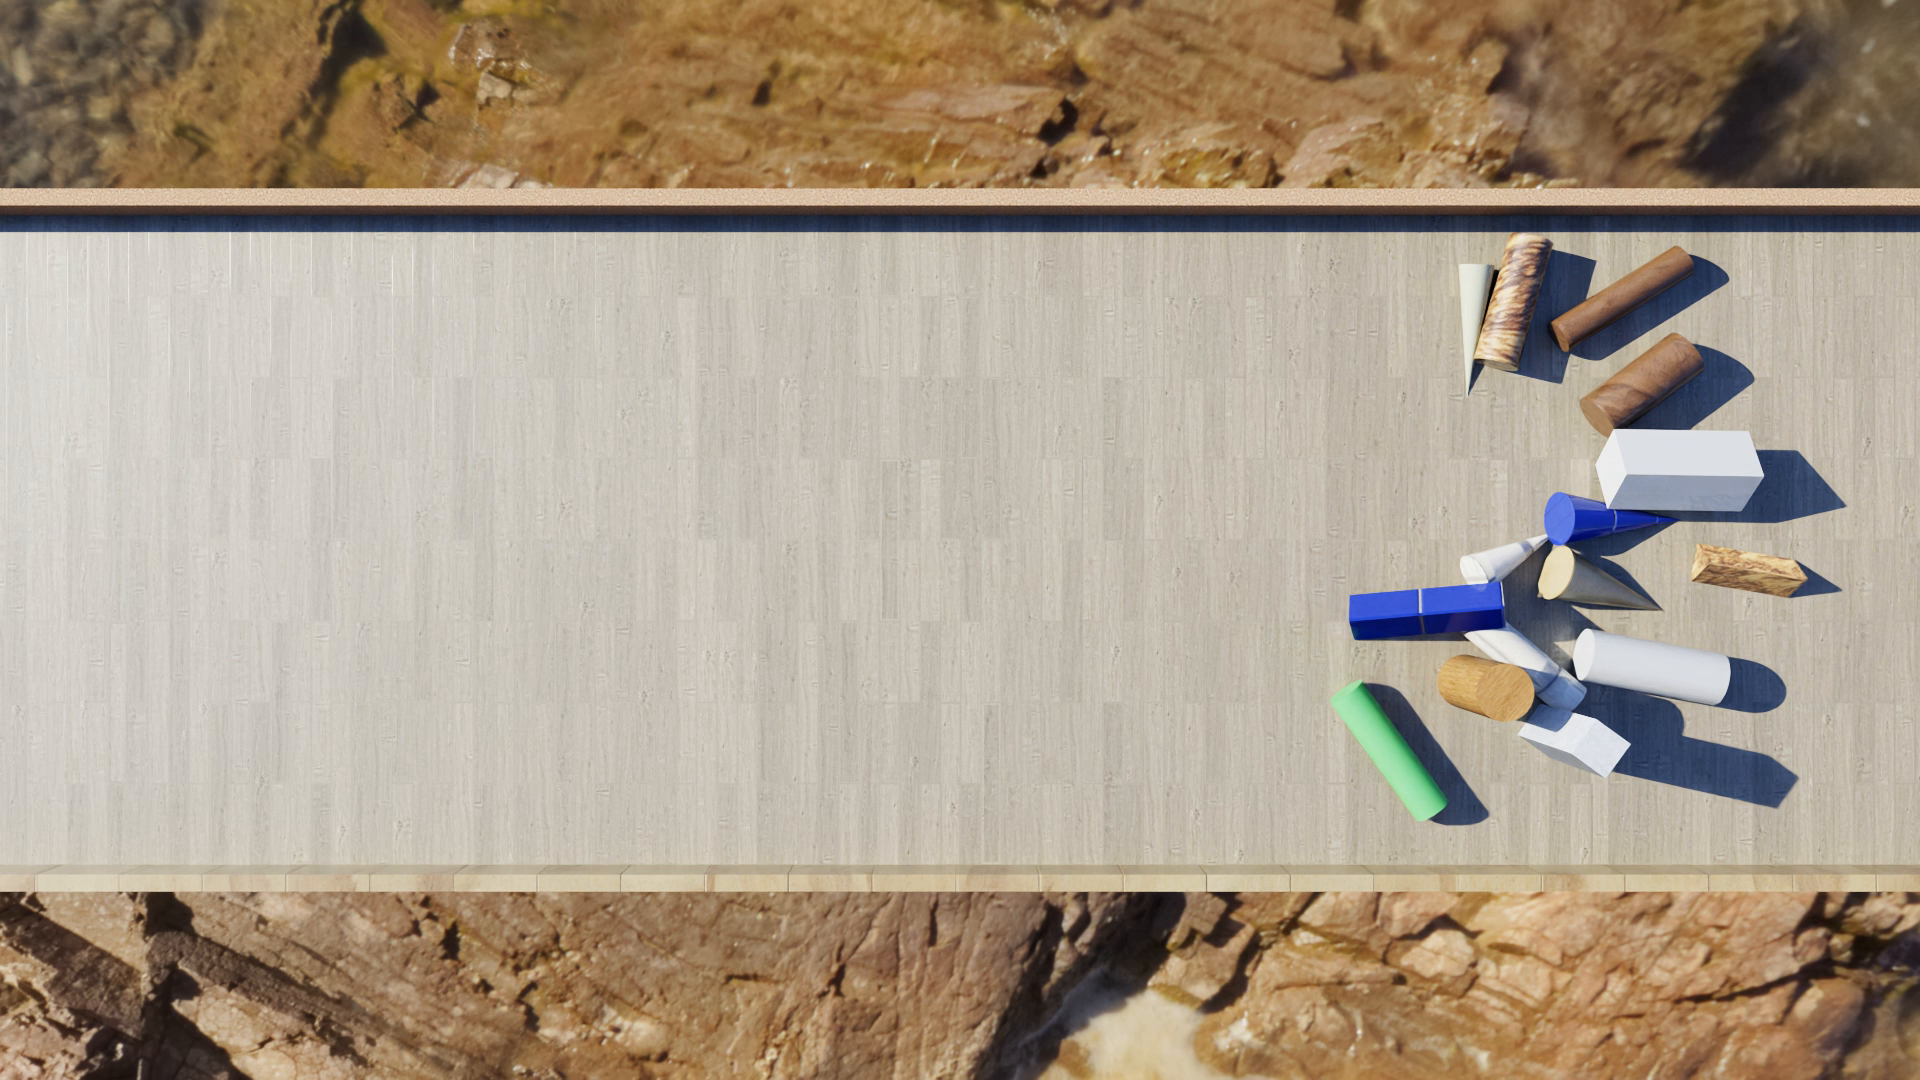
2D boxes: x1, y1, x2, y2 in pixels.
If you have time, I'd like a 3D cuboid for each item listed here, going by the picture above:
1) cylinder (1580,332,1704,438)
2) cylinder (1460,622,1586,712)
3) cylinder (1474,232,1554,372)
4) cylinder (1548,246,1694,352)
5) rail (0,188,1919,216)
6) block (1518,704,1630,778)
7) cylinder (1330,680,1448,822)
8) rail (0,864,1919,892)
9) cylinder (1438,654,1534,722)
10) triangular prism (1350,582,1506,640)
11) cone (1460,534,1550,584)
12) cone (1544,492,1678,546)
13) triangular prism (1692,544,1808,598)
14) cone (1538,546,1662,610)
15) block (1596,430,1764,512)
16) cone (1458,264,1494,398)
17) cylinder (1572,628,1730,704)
[{"bbox_3d":[2.066,-0.468,5.001,0.335,0.152,0.152,-36,90,0],"label":"cylinder"},{"bbox_3d":[1.715,0.366,5.020,0.391,0.114,0.114,40,90,0],"label":"cylinder"},{"bbox_3d":[1.681,-0.722,5.010,0.134,0.134,0.394,16,90,0],"label":"cylinder"},{"bbox_3d":[2.012,-0.735,5.024,0.446,0.104,0.104,-32,90,0],"label":"cylinder"},{"bbox_3d":[-2.247,-1.025,5.002,12.000,0.150,0.050,0,90,0],"label":"rail"},{"bbox_3d":[1.800,0.586,4.853,0.119,0.447,0.119,36,90,0],"label":"block"},{"bbox_3d":[1.306,0.641,5.019,0.115,0.115,0.446,-36,90,0],"label":"cylinder"},{"bbox_3d":[-2.247,1.025,5.001,12.000,0.150,0.050,0,90,0],"label":"rail"},{"bbox_3d":[1.553,0.435,4.887,0.166,0.379,0.166,0,90,0],"label":"cylinder"},{"bbox_3d":[1.399,0.217,4.949,0.446,0.117,0.136,-6,90,18],"label":"triangular prism"},{"bbox_3d":[1.702,0.040,5.044,0.316,0.132,0.132,-26,90,-12],"label":"cone"},{"bbox_3d":[2.017,-0.063,5.036,0.415,0.163,0.163,0,90,-11],"label":"cone"},{"bbox_3d":[2.407,0.094,5.023,0.301,0.101,0.116,10,90,0],"label":"triangular prism"},{"bbox_3d":[1.987,0.159,5.035,0.394,0.168,0.168,18,90,-12],"label":"cone"},{"bbox_3d":[2.157,-0.209,4.957,0.404,0.171,0.171,1,54,0],"label":"block"},{"bbox_3d":[1.567,-0.636,5.050,0.107,0.107,0.408,2,98,0],"label":"cone"},{"bbox_3d":[2.091,0.384,4.996,0.412,0.160,0.160,10,90,0],"label":"cylinder"}]
